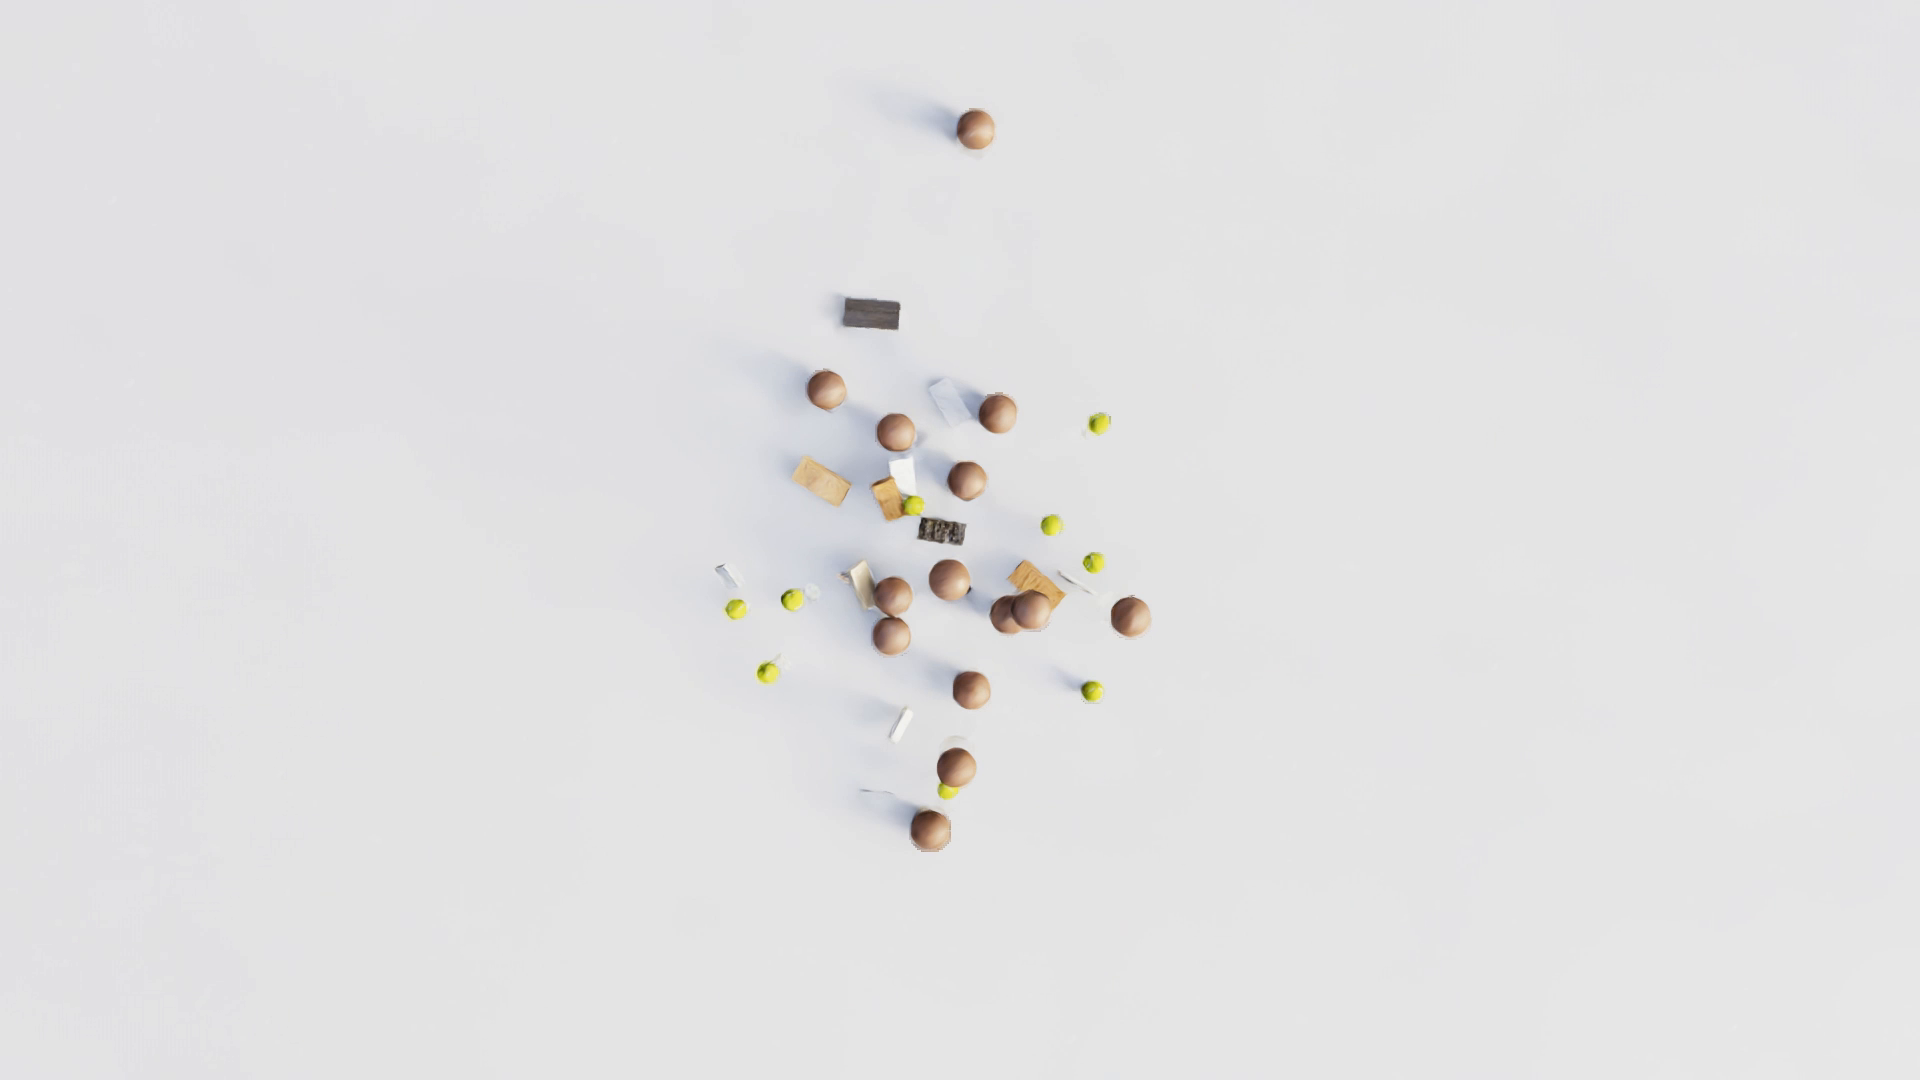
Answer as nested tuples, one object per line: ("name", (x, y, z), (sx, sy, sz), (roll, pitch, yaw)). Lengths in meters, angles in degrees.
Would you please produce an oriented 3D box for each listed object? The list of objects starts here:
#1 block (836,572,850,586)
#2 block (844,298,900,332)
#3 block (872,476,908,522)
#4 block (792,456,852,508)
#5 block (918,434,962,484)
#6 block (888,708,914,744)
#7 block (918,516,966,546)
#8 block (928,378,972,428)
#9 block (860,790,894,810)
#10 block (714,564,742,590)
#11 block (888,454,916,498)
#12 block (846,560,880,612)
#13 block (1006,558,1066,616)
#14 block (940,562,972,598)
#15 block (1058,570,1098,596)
("block", (-0.383, 0.129, 5.453), (0.045, 0.091, 0.013), (32, 84, 4))
("block", (-0.293, -0.750, 5.487), (0.183, 0.026, 0.091), (5, 90, 0))
("block", (-0.231, -0.135, 5.445), (0.077, 0.022, 0.153), (-21, 126, 2))
("block", (-0.459, -0.194, 5.472), (0.183, 0.026, 0.091), (31, 110, 0))
("block", (-0.067, -0.269, 5.489), (0.077, 0.022, 0.153), (-35, 90, 0))
("block", (-0.197, 0.614, 5.455), (0.016, 0.055, 0.111), (22, 75, 30))
("block", (-0.060, -0.028, 5.489), (0.153, 0.022, 0.077), (9, 90, 0))
("block", (-0.034, -0.457, 5.489), (0.077, 0.022, 0.153), (-31, 90, 0))
("block", (-0.279, 0.866, 5.492), (0.111, 0.016, 0.055), (2, 90, 0))
("block", (-0.764, 0.123, 5.427), (0.045, 0.013, 0.091), (-18, 114, 40))
("block", (-0.189, -0.208, 5.431), (0.077, 0.022, 0.153), (-10, 129, -7))
("block", (-0.319, 0.150, 5.439), (0.077, 0.022, 0.153), (-41, 120, -41))
("block", (0.255, 0.156, 5.483), (0.183, 0.026, 0.091), (41, 88, -2))
("block", (-0.011, 0.134, 5.492), (0.055, 0.016, 0.111), (-34, 90, 0))
("block", (0.390, 0.145, 5.477), (0.139, 0.045, 0.013), (32, 84, 0))
